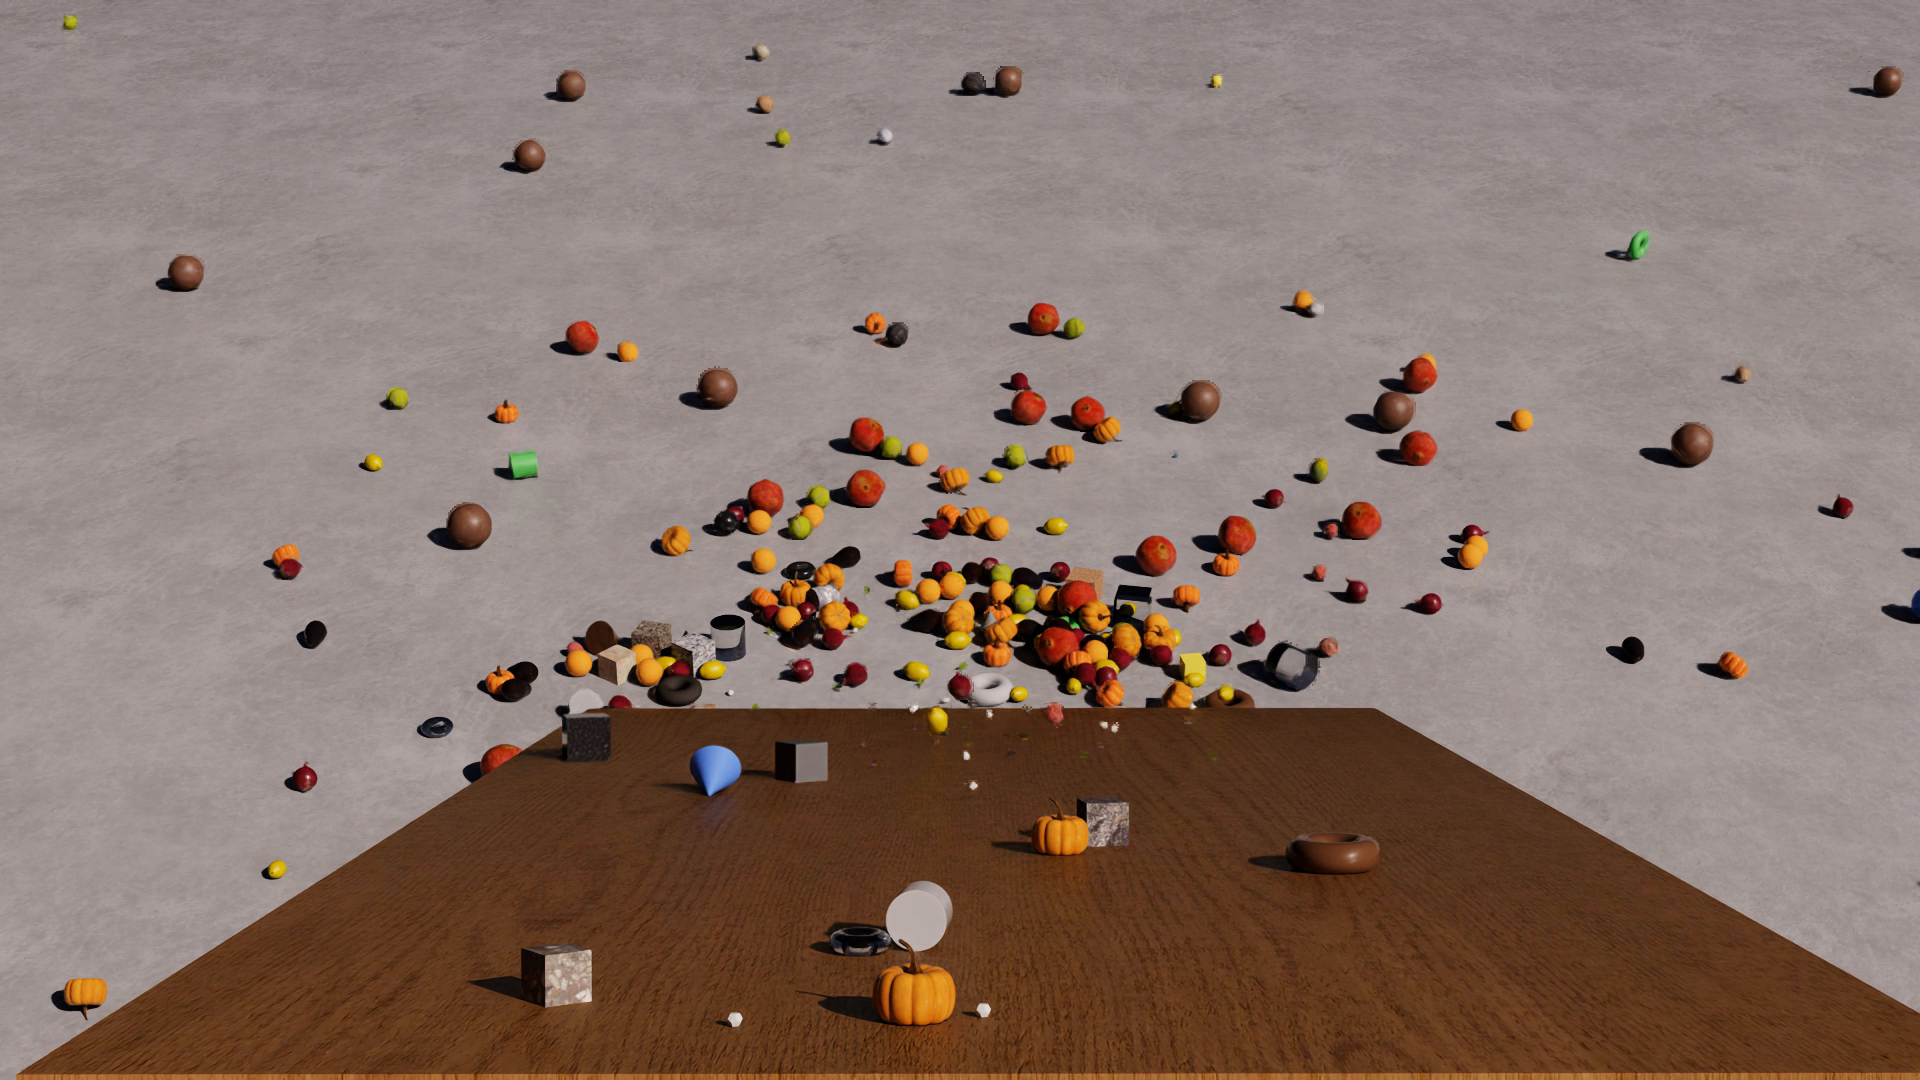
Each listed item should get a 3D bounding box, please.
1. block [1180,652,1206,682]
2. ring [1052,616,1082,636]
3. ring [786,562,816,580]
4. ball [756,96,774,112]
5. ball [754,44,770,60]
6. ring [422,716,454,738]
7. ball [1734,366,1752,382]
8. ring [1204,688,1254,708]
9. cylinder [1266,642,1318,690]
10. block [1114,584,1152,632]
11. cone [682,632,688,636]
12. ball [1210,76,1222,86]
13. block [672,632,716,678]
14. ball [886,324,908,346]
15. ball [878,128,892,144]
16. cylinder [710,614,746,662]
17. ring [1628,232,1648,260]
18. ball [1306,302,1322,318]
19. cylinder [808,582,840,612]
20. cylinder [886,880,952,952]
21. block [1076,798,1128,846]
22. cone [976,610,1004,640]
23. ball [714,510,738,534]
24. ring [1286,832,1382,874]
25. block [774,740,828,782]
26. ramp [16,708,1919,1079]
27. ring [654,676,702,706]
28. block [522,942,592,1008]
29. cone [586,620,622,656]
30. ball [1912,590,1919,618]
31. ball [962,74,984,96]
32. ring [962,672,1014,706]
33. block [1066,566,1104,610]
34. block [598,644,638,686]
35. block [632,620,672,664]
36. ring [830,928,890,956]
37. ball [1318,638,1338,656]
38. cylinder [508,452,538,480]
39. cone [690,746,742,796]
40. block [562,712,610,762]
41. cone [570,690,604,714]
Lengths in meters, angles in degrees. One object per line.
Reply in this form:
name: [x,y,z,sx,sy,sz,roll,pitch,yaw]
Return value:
block: [0.621,0.341,6.889,0.056,0.056,0.056,-4,26,-9]
ring: [0.295,0.238,7.137,0.082,0.027,0.082,-1,25,0]
ring: [-0.460,0.088,7.446,0.087,0.029,0.087,-1,25,1]
ball: [-0.881,-1.971,11.657,0.079,0.079,0.079,0,26,0]
ball: [-0.959,-2.358,12.463,0.076,0.076,0.076,0,26,0]
ring: [-1.344,0.481,6.634,0.083,0.028,0.083,0,25,0]
ball: [2.662,-0.564,8.768,0.056,0.056,0.056,0,26,0]
ring: [0.701,0.431,6.719,0.134,0.045,0.134,-1,25,0]
cylinder: [0.882,0.334,6.854,0.100,0.100,0.100,-22,33,-38]
block: [0.480,0.189,7.163,0.092,0.092,0.092,5,26,11]
cone: [-0.745,0.273,7.021,0.065,0.065,0.065,0,26,0]
ball: [1.198,-2.143,12.042,0.055,0.055,0.055,0,26,0]
block: [-0.715,0.309,6.926,0.083,0.083,0.083,21,33,36]
ball: [-0.221,-0.720,9.067,0.077,0.077,0.077,0,26,0]
ball: [-0.326,-1.757,11.227,0.068,0.068,0.068,0,26,0]
cylinder: [-0.629,0.266,7.001,0.095,0.095,0.095,0,26,0]
ring: [2.597,-1.127,9.873,0.036,0.109,0.109,25,35,36]
ball: [1.282,-0.832,9.322,0.056,0.056,0.056,0,26,0]
cylinder: [-0.383,0.160,7.253,0.066,0.066,0.066,-16,30,-29]
cylinder: [-0.051,0.475,3.261,0.077,0.077,0.077,3,2,6]
block: [0.231,0.455,4.166,0.069,0.069,0.069,0,2,-11]
cone: [0.083,0.225,7.105,0.079,0.079,0.079,0,26,0]
ball: [-0.698,-0.051,7.684,0.072,0.072,0.072,0,26,0]
ring: [0.564,0.473,3.894,0.144,0.048,0.144,-1,2,0]
block: [-0.310,0.431,5.034,0.074,0.074,0.074,-1,2,-37]
ramp: [0.059,0.529,4.566,2.000,0.100,4.000,0,1,0]
ring: [-0.741,0.396,6.793,0.125,0.042,0.125,-1,26,0]
block: [-0.458,0.493,2.926,0.058,0.058,0.058,-1,2,-37]
cone: [-0.954,0.272,7.048,0.098,0.098,0.098,17,4,31]
ball: [2.700,0.180,7.174,0.100,0.100,0.100,0,26,0]
ball: [0.058,-2.104,11.909,0.099,0.099,0.099,0,26,0]
ring: [0.072,0.393,6.795,0.137,0.046,0.137,-1,26,1]
block: [0.351,0.137,7.281,0.085,0.085,0.085,9,27,17]
block: [-0.915,0.333,6.889,0.071,0.071,0.071,20,32,35]
block: [-0.835,0.277,6.992,0.082,0.082,0.082,7,27,15]
ring: [-0.125,0.502,3.220,0.078,0.026,0.078,0,3,0]
ball: [0.998,0.292,6.998,0.051,0.051,0.051,0,26,0]
cylinder: [-1.364,-0.233,8.056,0.077,0.077,0.077,-8,27,-16]
cone: [-0.463,0.451,4.817,0.098,0.098,0.098,1,28,3]
block: [-0.784,0.413,5.407,0.091,0.091,0.091,0,2,-15]
cone: [-0.970,0.432,6.719,0.089,0.089,0.089,-2,-2,-5]
